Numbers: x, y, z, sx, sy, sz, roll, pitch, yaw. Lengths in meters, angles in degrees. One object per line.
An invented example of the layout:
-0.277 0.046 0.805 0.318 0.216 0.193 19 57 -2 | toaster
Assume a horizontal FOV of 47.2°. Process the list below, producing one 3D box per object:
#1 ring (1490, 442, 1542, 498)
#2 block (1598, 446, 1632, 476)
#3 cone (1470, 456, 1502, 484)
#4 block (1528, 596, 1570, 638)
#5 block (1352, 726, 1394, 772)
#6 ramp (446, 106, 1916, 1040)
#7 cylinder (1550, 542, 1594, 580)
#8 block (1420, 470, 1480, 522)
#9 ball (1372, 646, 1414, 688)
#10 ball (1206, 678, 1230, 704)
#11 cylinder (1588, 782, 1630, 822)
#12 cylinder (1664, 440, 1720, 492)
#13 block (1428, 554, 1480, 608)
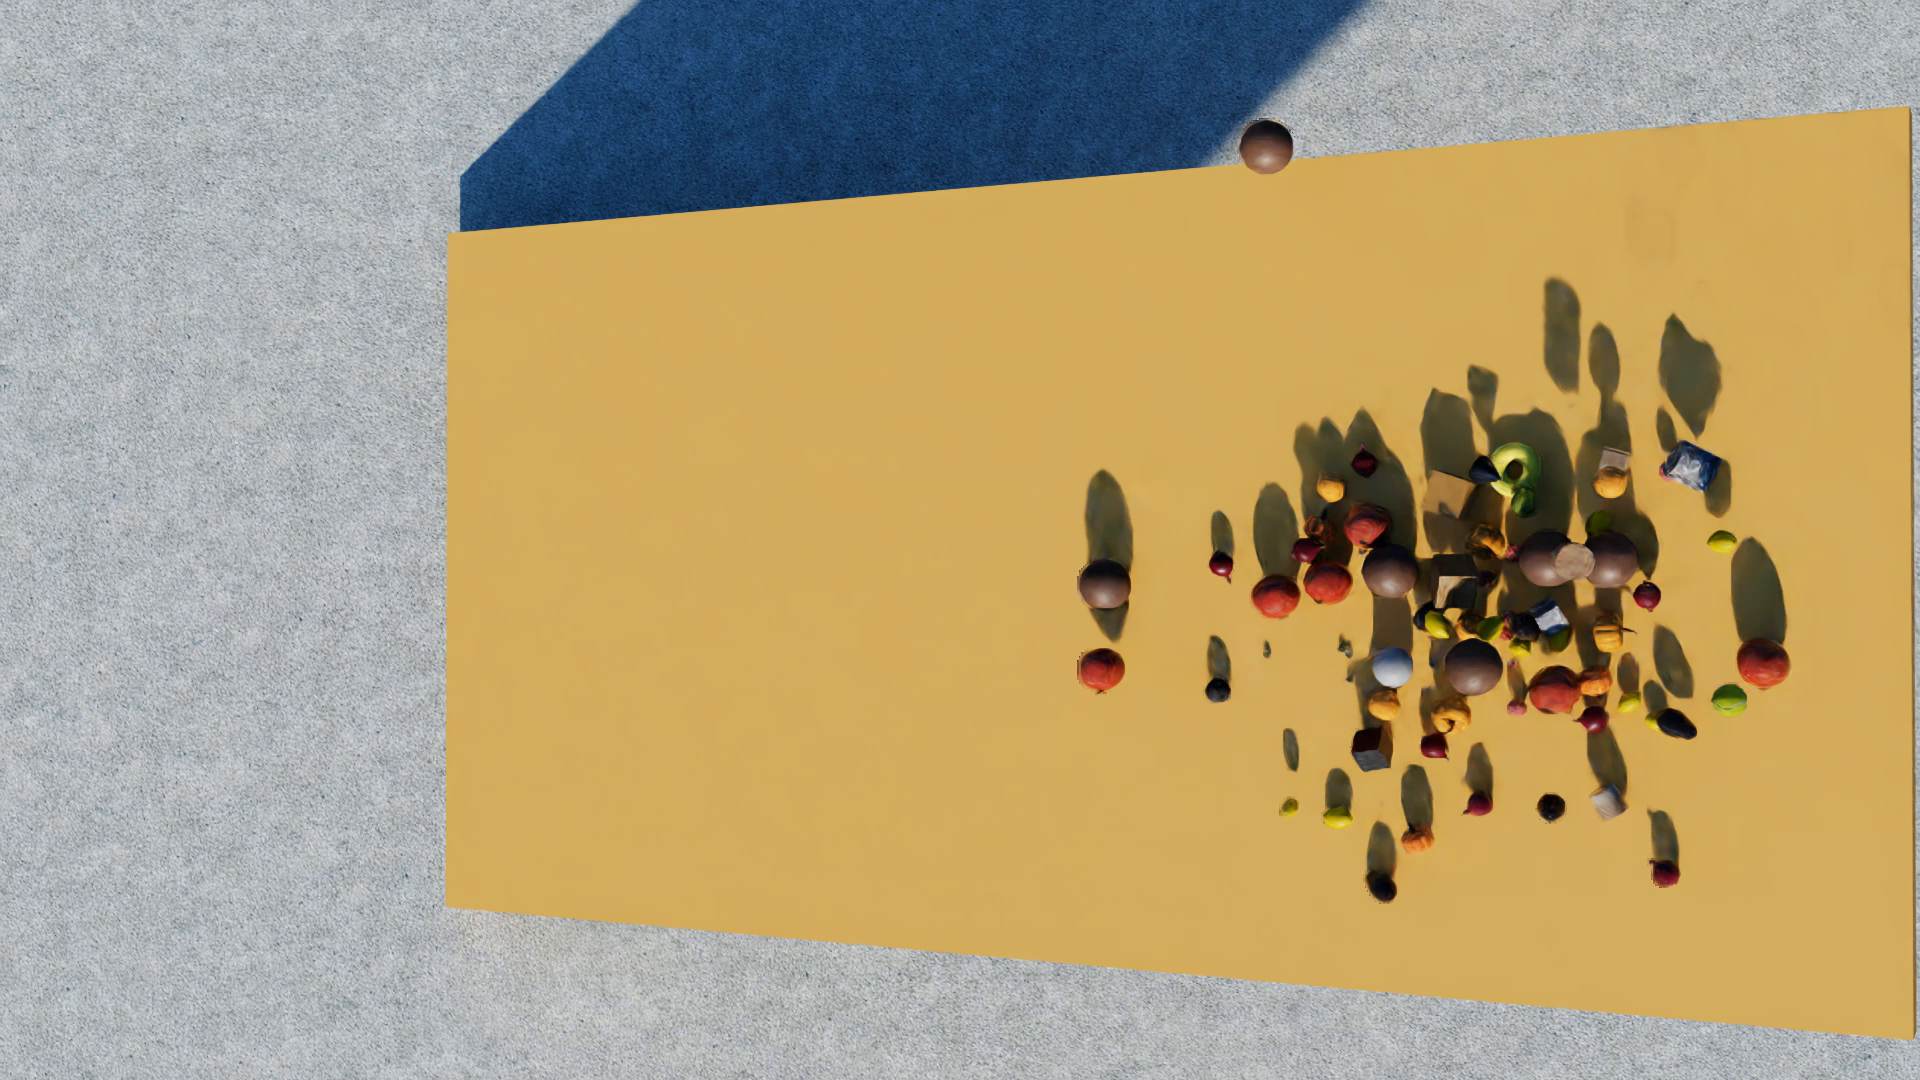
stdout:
1.279 -0.162 5.073 0.127 0.042 0.127 -1 87 29 | ring
1.480 -0.176 4.964 0.054 0.054 0.054 17 97 26 | block
1.214 -0.148 5.020 0.071 0.071 0.071 -12 116 -26 | cone
1.333 0.175 4.981 0.058 0.058 0.058 -33 110 9 | block
0.973 0.494 5.188 0.069 0.069 0.069 -14 128 31 | block
0.278 0.079 5.663 4.000 0.100 2.000 0 89 27 | ramp
1.335 0.046 4.795 0.082 0.082 0.082 0 93 8 | cylinder
1.140 -0.103 5.115 0.092 0.092 0.092 21 99 26 | block
1.018 0.298 5.171 0.096 0.096 0.096 0 89 0 | ball
0.632 0.369 5.388 0.060 0.060 0.060 0 89 0 | ball
1.460 0.588 4.949 0.065 0.065 0.065 -31 85 0 | cylinder
1.604 -0.162 4.821 0.087 0.087 0.087 26 89 -1 | cylinder
1.135 0.095 5.056 0.090 0.090 0.090 -1 124 0 | block
